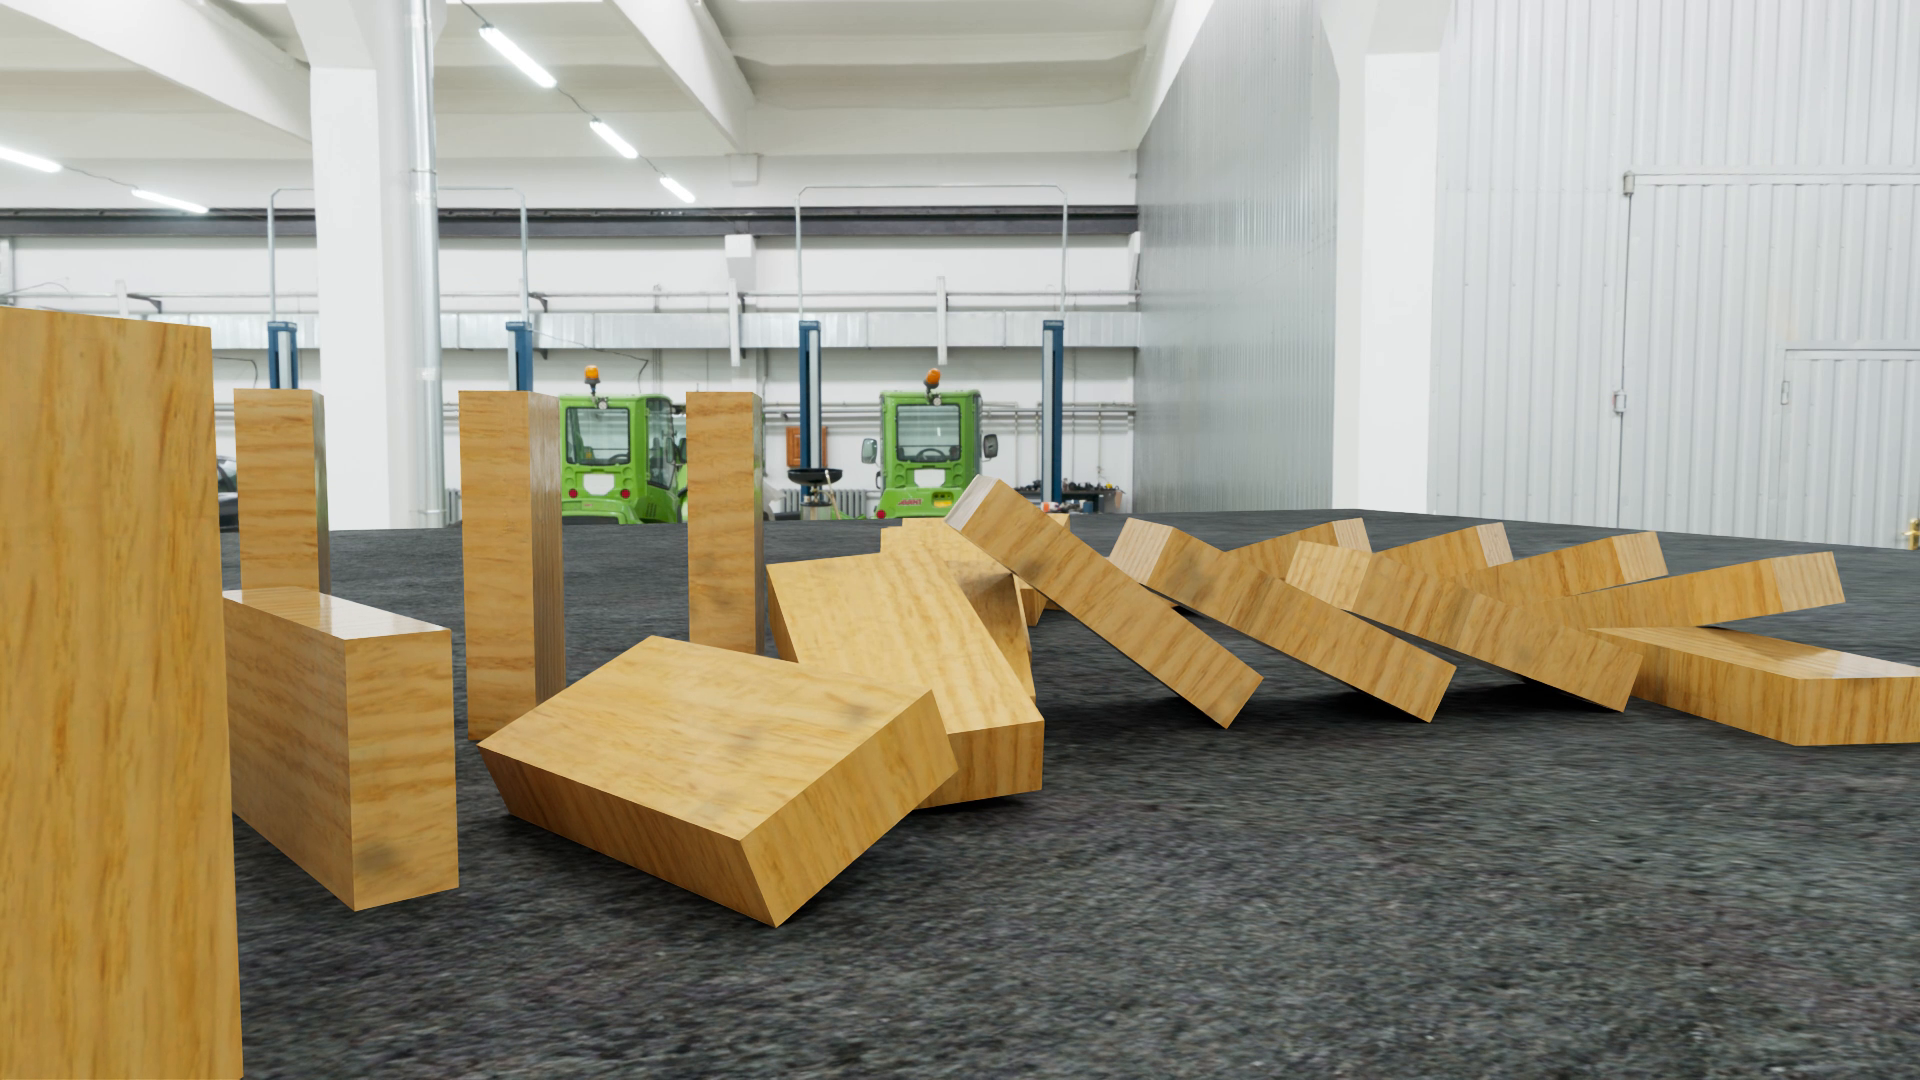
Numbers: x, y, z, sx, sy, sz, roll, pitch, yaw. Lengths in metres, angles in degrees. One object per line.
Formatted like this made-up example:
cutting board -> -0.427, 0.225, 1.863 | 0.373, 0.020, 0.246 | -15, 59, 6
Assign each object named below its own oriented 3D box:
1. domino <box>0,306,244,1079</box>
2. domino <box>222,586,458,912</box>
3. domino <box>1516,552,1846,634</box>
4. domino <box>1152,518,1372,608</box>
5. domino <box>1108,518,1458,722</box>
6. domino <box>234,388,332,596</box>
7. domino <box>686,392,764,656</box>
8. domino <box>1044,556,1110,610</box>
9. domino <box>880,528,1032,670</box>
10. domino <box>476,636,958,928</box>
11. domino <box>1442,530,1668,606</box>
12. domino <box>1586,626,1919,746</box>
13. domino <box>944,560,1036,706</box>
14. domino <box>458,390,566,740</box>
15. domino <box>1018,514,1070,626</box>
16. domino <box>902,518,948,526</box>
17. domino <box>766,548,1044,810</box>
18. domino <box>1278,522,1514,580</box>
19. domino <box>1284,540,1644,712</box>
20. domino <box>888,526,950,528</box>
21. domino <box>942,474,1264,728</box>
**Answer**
domino -> -0.057, 0.012, 0.074 | 0.009, 0.050, 0.025 | 1, 5, 18
domino -> -0.069, 0.020, 0.138 | 0.010, 0.025, 0.050 | -4, 6, -42
domino -> 0.137, 0.013, 0.248 | 0.025, 0.009, 0.050 | -3, -11, -35
domino -> 0.074, 0.006, 0.319 | 0.050, 0.009, 0.025 | -18, -7, 32
domino -> 0.050, 0.012, 0.204 | 0.050, 0.009, 0.025 | 26, 0, -9
domino -> -0.099, 0.003, 0.188 | 0.009, 0.050, 0.025 | -2, 5, -23
domino -> -0.036, 0.003, 0.199 | 0.009, 0.050, 0.025 | 0, 4, -6
domino -> 0.039, 0.012, 0.350 | 0.025, 0.010, 0.050 | 3, 5, 38
domino -> -0.002, 0.012, 0.232 | 0.025, 0.009, 0.050 | 0, 24, -3
domino -> -0.027, 0.023, 0.136 | 0.050, 0.009, 0.025 | 4, 30, 44
domino -> 0.122, 0.010, 0.278 | 0.025, 0.009, 0.050 | -4, -12, -44
domino -> 0.127, 0.022, 0.207 | 0.025, 0.009, 0.050 | 0, 4, -7
domino -> -0.003, 0.017, 0.195 | 0.025, 0.009, 0.050 | 0, 20, -2
domino -> -0.068, 0.003, 0.196 | 0.009, 0.050, 0.025 | -1, 4, -8
domino -> 0.011, 0.006, 0.324 | 0.025, 0.009, 0.050 | 1, 22, 15
domino -> -0.001, 0.008, 0.292 | 0.025, 0.009, 0.050 | -1, 22, -1
domino -> -0.009, 0.016, 0.168 | 0.025, 0.009, 0.050 | -6, 25, -15
domino -> 0.101, 0.008, 0.302 | 0.050, 0.009, 0.025 | -19, -8, 34
domino -> 0.082, 0.014, 0.211 | 0.050, 0.009, 0.025 | 20, 0, -11
domino -> -0.002, 0.011, 0.260 | 0.025, 0.009, 0.050 | 0, 22, -2
domino -> 0.021, 0.009, 0.201 | 0.050, 0.010, 0.025 | 37, -1, -8
